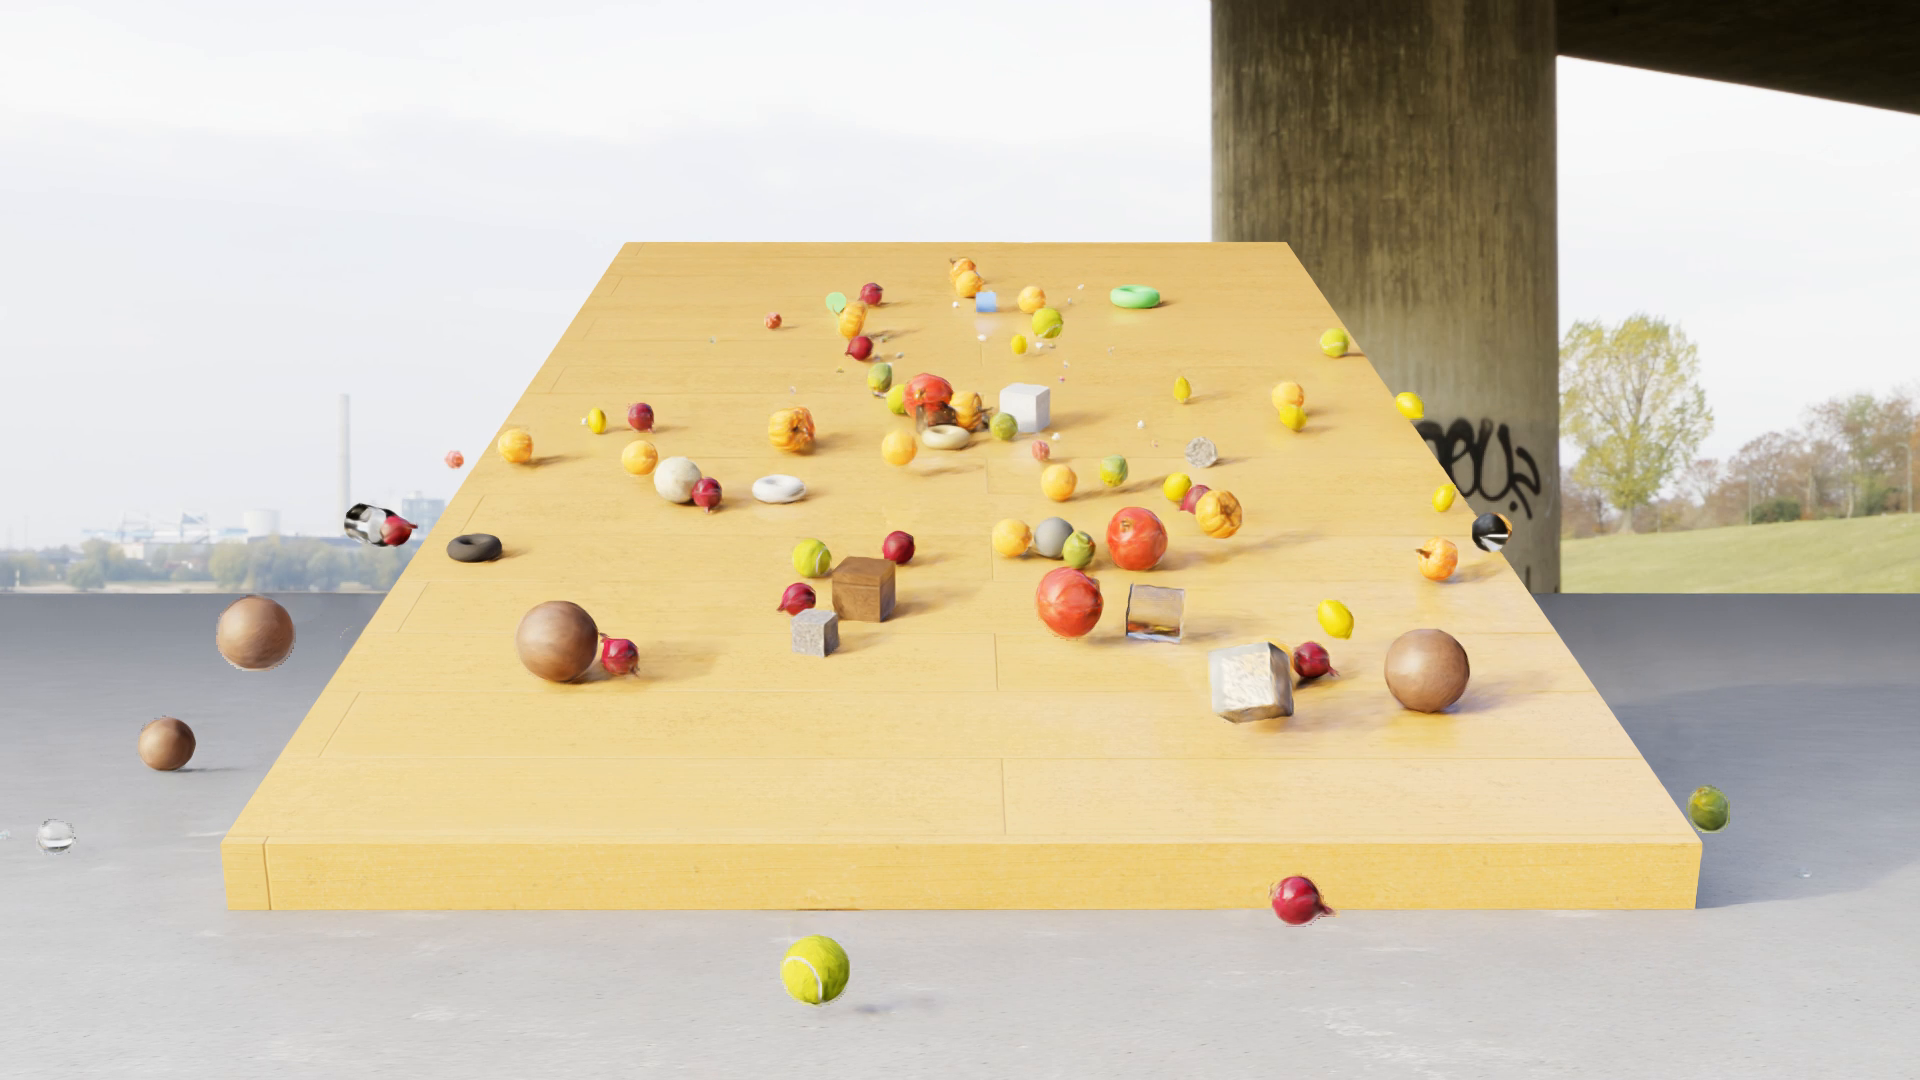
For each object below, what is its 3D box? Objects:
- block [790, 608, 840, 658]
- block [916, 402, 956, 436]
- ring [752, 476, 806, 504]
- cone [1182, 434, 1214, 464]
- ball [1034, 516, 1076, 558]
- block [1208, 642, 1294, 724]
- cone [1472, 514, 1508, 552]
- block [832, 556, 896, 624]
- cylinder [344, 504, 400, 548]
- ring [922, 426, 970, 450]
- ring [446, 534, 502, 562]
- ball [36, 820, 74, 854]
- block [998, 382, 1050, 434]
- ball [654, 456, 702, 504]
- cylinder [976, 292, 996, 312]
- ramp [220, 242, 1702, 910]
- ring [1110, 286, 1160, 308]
[{"bbox_3d":[-0.238,0.152,3.692,0.059,0.059,0.059,8,21,21],"label":"block"},{"bbox_3d":[-0.052,-0.258,4.868,0.064,0.064,0.064,-9,21,-24],"label":"block"},{"bbox_3d":[-0.357,-0.100,4.455,0.106,0.035,0.106,0,19,0],"label":"ring"},{"bbox_3d":[0.501,-0.175,4.683,0.067,0.067,0.067,0,-23,18],"label":"cone"},{"bbox_3d":[0.173,-0.004,4.117,0.076,0.076,0.076,0,-1,0],"label":"ball"},{"bbox_3d":[0.432,0.212,3.339,0.094,0.094,0.094,-11,-19,25],"label":"block"},{"bbox_3d":[0.972,-0.009,4.200,0.072,0.072,0.072,0,-8,-11],"label":"cone"},{"bbox_3d":[-0.163,0.084,3.848,0.085,0.085,0.085,5,20,15],"label":"block"},{"bbox_3d":[-1.292,-0.033,4.953,0.086,0.086,0.086,12,7,39],"label":"cylinder"},{"bbox_3d":[-0.030,-0.218,4.797,0.104,0.035,0.104,1,18,0],"label":"ring"},{"bbox_3d":[-0.890,0.014,4.126,0.100,0.033,0.100,0,18,0],"label":"ring"},{"bbox_3d":[-1.486,0.489,3.703,0.056,0.056,0.056,0,-1,0],"label":"ball"},{"bbox_3d":[0.141,-0.288,4.922,0.085,0.085,0.085,8,21,22],"label":"block"},{"bbox_3d":[-0.552,-0.118,4.411,0.093,0.093,0.093,0,-1,0],"label":"ball"},{"bbox_3d":[0.069,-0.627,5.947,0.053,0.053,0.053,0,-1,0],"label":"cylinder"},{"bbox_3d":[-0.004,-0.199,4.946,2.000,0.100,4.000,0,19,0],"label":"ramp"},{"bbox_3d":[0.469,-0.651,6.033,0.133,0.044,0.133,1,19,0],"label":"ring"}]
